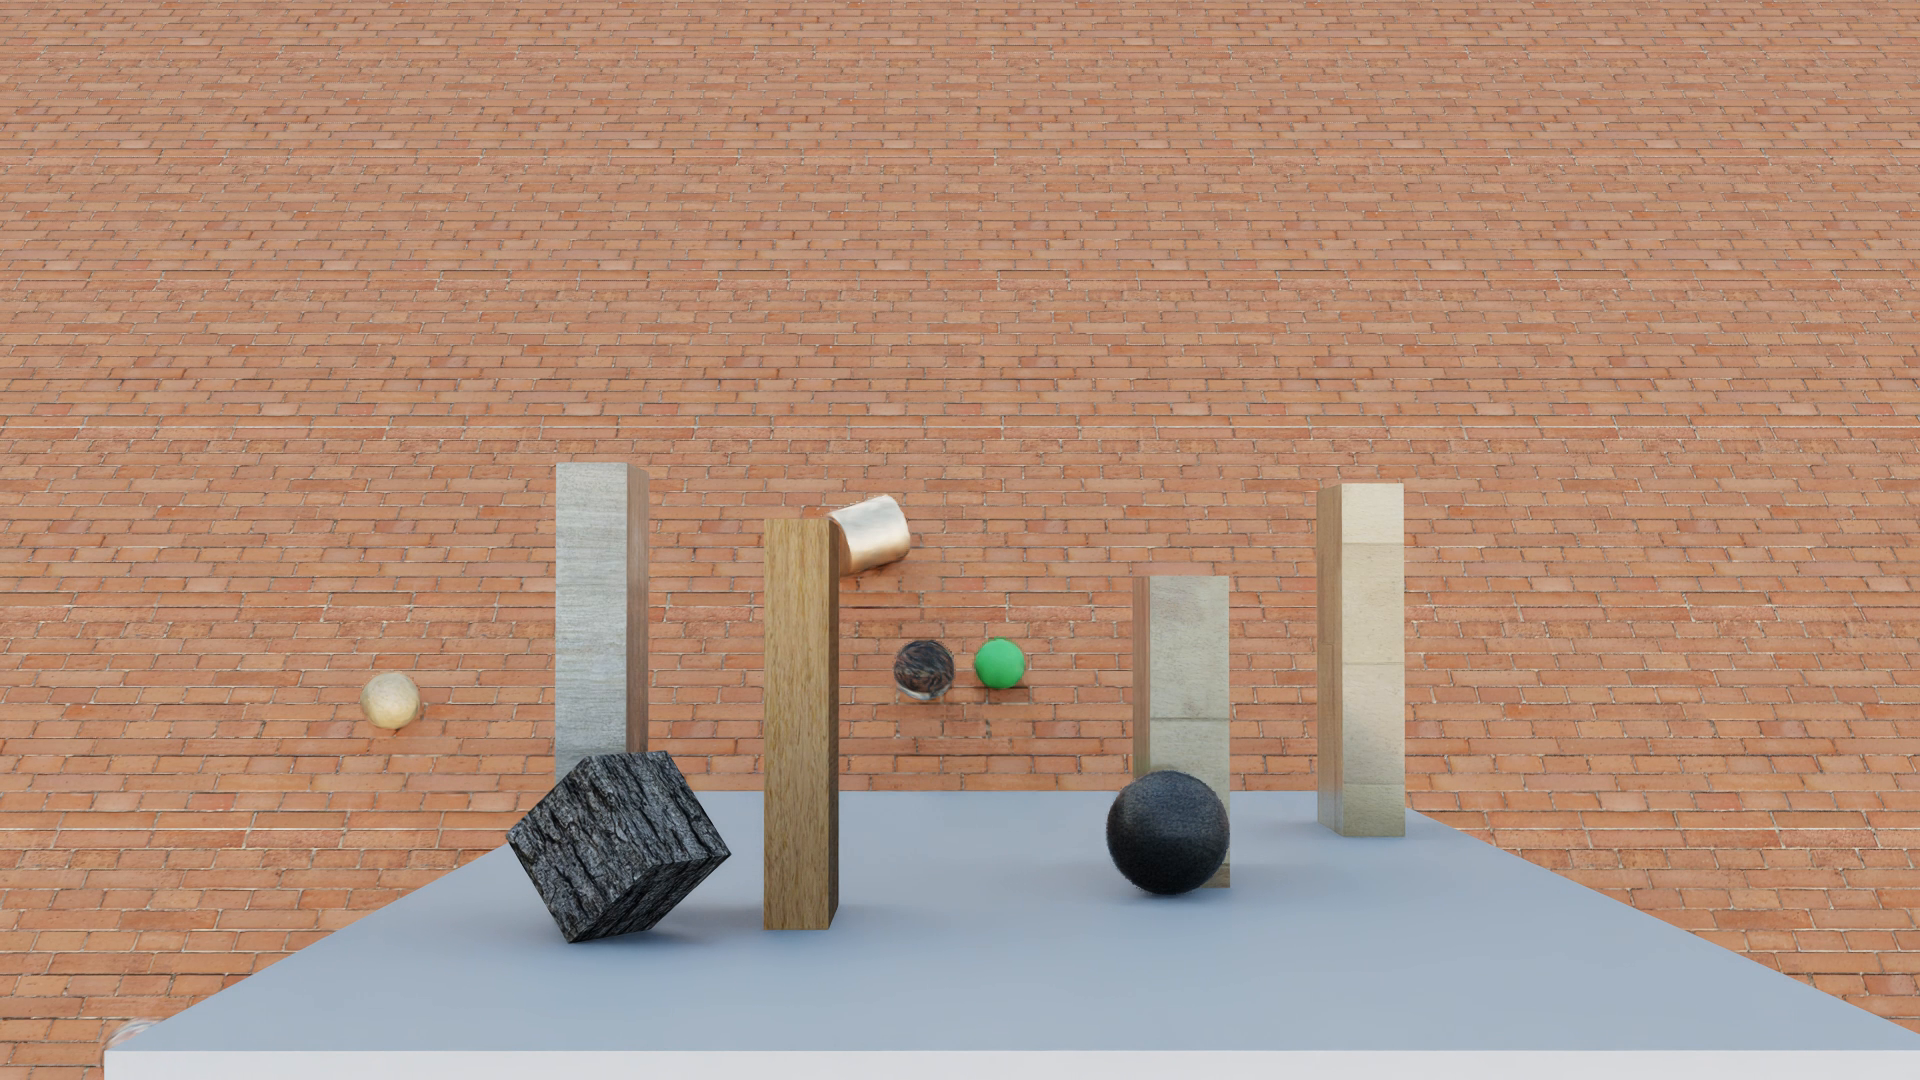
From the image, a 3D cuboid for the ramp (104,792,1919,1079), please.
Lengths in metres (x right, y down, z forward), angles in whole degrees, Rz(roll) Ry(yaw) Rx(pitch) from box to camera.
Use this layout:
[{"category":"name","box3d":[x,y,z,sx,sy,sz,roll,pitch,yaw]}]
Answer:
[{"category":"ramp","box3d":[0.076,0.655,4.802,2.000,0.100,4.000,0,-2,0]}]

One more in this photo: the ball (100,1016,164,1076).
[{"category":"ball","box3d":[-1.879,1.196,5.984,0.194,0.194,0.194,0,34,0]}]

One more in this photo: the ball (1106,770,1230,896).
[{"category":"ball","box3d":[0.347,0.489,4.342,0.207,0.207,0.207,0,34,0]}]

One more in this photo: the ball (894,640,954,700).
[{"category":"ball","box3d":[-0.100,0.362,7.232,0.169,0.169,0.169,0,34,0]}]

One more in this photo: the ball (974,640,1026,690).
[{"category":"ball","box3d":[0.112,0.349,7.276,0.142,0.142,0.142,0,34,0]}]

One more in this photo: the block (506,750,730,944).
[{"category":"block","box3d":[-0.497,0.444,3.781,0.190,0.190,0.190,55,24,20]}]

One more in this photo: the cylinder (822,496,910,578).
[{"category":"cylinder","box3d":[-0.284,-0.012,7.753,0.198,0.198,0.198,-18,38,-25]}]

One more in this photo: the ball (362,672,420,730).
[{"category":"ball","box3d":[-1.562,0.441,7.126,0.158,0.158,0.158,0,34,0]}]

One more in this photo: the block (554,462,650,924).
[{"category":"block","box3d":[-0.560,0.236,4.079,0.107,0.700,0.283,0,-2,0]}]

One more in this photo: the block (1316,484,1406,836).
[{"category":"block","box3d":[0.867,0.257,5.640,0.130,0.741,0.390,0,-2,0]}]

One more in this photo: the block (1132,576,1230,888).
[{"category":"block","box3d":[0.394,0.334,4.672,0.136,0.534,0.444,0,-2,0]}]

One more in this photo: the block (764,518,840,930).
[{"category":"block","box3d":[-0.244,0.279,4.036,0.097,0.612,0.327,0,-2,0]}]
